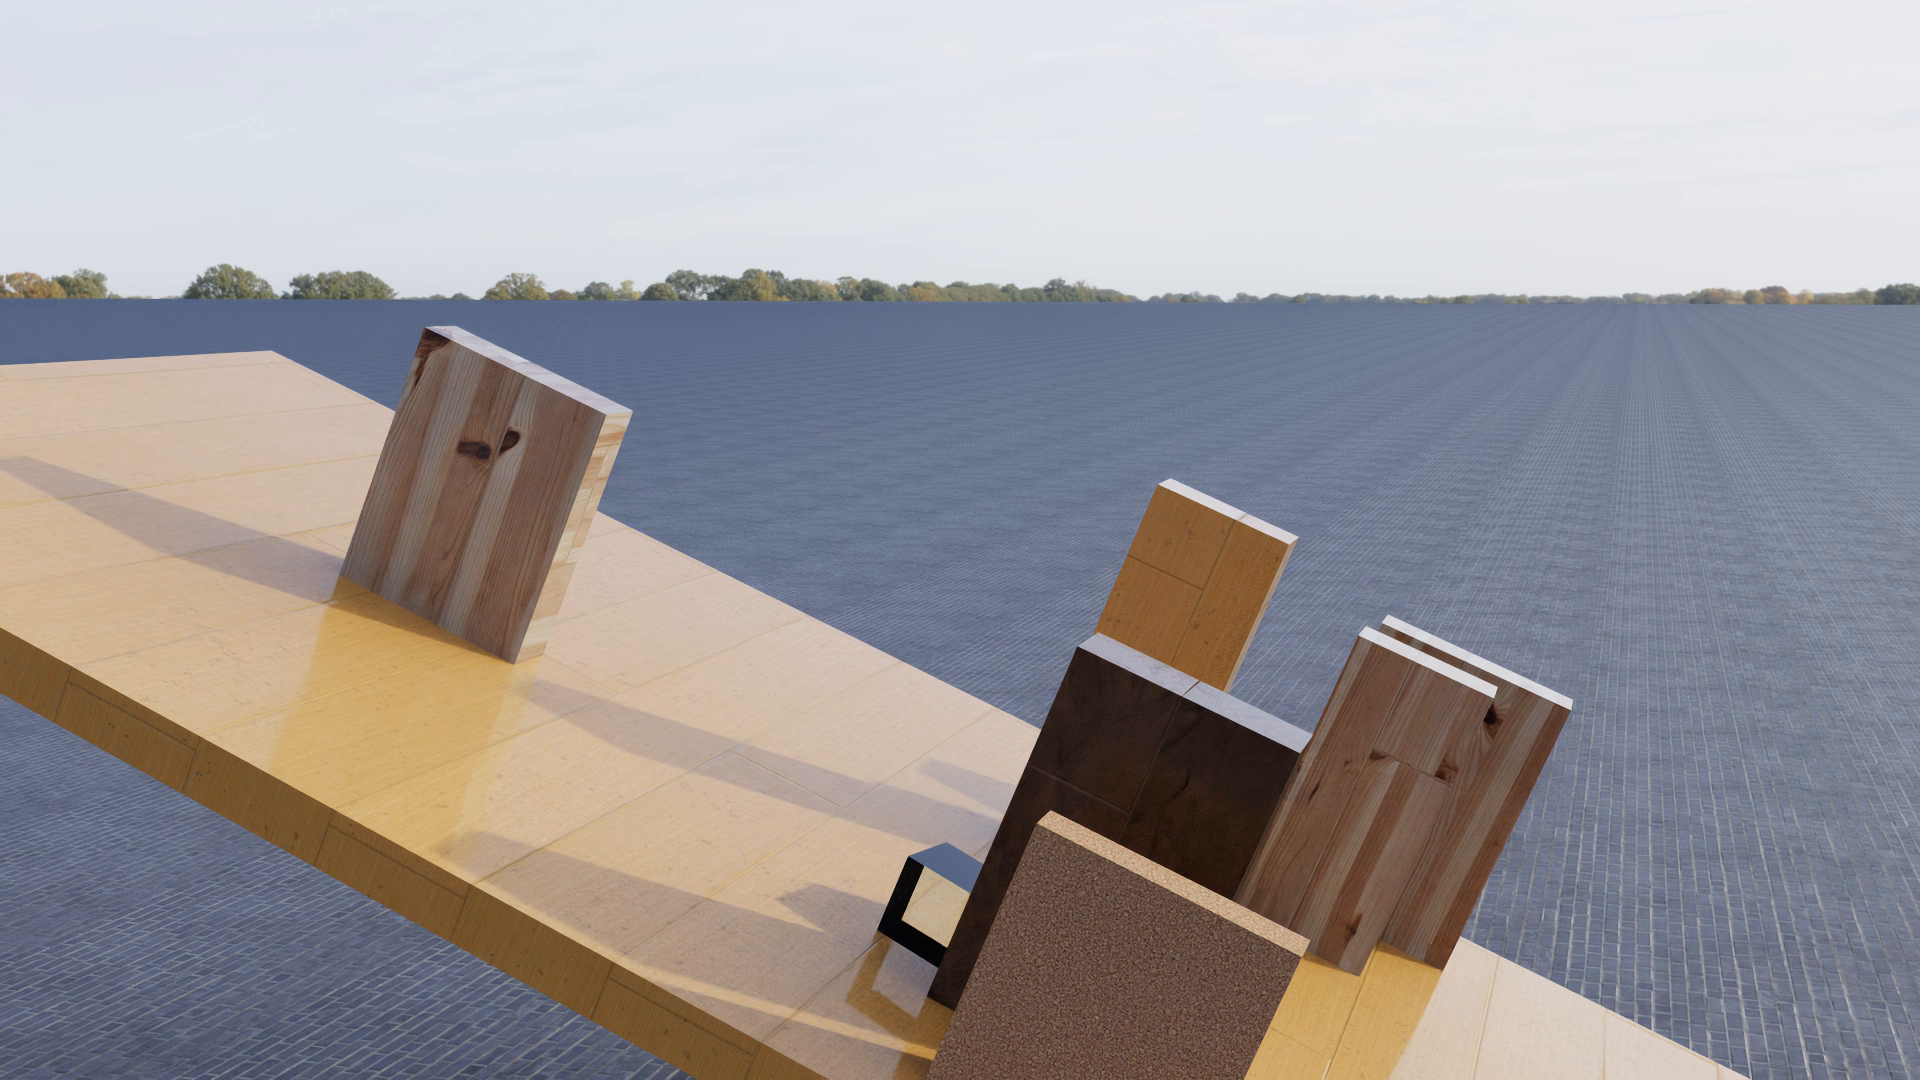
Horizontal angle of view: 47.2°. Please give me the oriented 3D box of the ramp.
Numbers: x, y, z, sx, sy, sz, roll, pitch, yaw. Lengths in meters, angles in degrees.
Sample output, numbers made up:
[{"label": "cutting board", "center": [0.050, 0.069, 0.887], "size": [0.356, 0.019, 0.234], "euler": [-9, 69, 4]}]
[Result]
[{"label": "ramp", "center": [-0.295, 0.517, 4.188], "size": [4.000, 0.100, 2.000], "euler": [25, 13, 13]}]

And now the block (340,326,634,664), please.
[{"label": "block", "center": [-0.911, -0.089, 4.214], "size": [0.406, 0.520, 0.113], "euler": [25, 13, 13]}]

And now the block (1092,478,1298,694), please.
[{"label": "block", "center": [0.362, 0.294, 4.223], "size": [0.269, 0.775, 0.119], "euler": [25, 13, 13]}]

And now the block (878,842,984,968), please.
[{"label": "block", "center": [-0.023, 0.616, 3.698], "size": [0.143, 0.143, 0.143], "euler": [28, 14, 23]}]

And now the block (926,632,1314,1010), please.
[{"label": "block", "center": [0.248, 0.516, 3.465], "size": [0.373, 0.628, 0.138], "euler": [25, 13, 13]}]

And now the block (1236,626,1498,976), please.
[{"label": "block", "center": [0.802, 0.519, 4.380], "size": [0.282, 0.625, 0.119], "euler": [25, 13, 13]}]

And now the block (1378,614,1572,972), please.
[{"label": "block", "center": [0.957, 0.529, 4.621], "size": [0.415, 0.616, 0.115], "euler": [25, 13, 13]}]

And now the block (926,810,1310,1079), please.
[{"label": "block", "center": [0.223, 0.683, 3.182], "size": [0.415, 0.435, 0.080], "euler": [25, 13, 13]}]
